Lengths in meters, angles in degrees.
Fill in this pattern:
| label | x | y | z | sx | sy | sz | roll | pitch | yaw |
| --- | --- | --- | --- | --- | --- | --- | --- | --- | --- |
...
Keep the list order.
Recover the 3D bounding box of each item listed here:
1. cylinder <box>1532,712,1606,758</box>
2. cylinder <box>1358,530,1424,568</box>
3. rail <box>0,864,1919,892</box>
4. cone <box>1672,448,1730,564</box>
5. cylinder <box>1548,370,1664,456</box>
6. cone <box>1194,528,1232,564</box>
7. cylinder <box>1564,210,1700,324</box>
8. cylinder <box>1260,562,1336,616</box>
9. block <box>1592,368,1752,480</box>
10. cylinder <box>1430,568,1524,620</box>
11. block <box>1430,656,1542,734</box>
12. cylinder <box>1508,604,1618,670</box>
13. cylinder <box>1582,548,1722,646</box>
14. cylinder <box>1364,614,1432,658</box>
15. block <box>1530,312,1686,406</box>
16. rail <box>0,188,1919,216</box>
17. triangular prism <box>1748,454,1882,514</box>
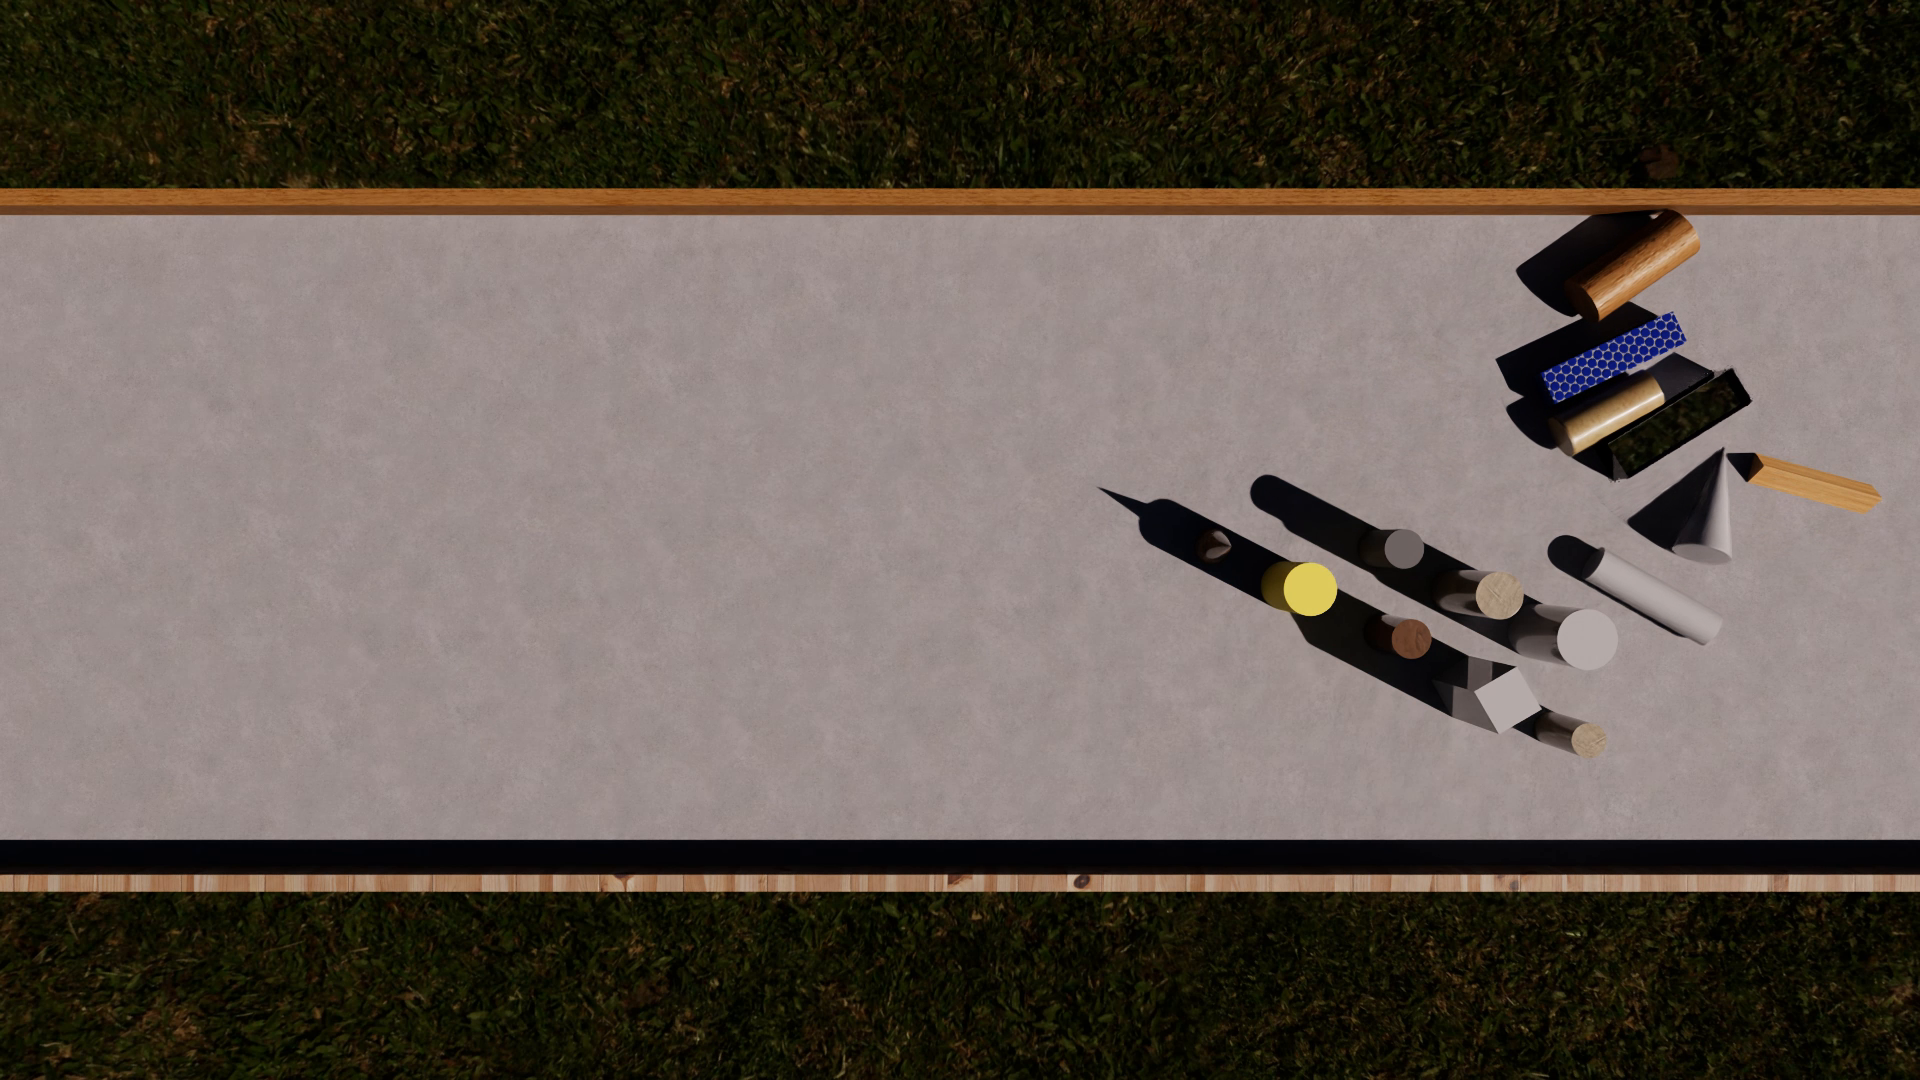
| label | x | y | z | sx | sy | sz | roll | pitch | yaw |
| --- | --- | --- | --- | --- | --- | --- | --- | --- | --- |
| cylinder | 1.814 | 0.578 | 4.916 | 0.101 | 0.322 | 0.101 | 0 | 90 | 0 |
| cylinder | 1.280 | 0.025 | 4.913 | 0.114 | 0.326 | 0.114 | 0 | 90 | 0 |
| rail | -2.247 | 1.025 | 5.001 | 12.000 | 0.150 | 0.050 | 0 | 90 | 0 |
| cone | 2.299 | -0.125 | 5.036 | 0.165 | 0.165 | 0.360 | 18 | 77 | 0 |
| cylinder | 1.961 | -0.386 | 5.009 | 0.311 | 0.134 | 0.134 | -28 | 90 | 0 |
| cone | 0.777 | 0.019 | 4.897 | 0.115 | 0.358 | 0.115 | 0 | 90 | 0 |
| cylinder | 2.034 | -0.828 | 4.997 | 0.371 | 0.158 | 0.158 | -35 | 90 | 0 |
| cylinder | 1.000 | 0.141 | 4.891 | 0.152 | 0.370 | 0.152 | 0 | 90 | 0 |
| block | 2.165 | -0.351 | 5.017 | 0.438 | 0.120 | 0.120 | -32 | 90 | 0 |
| cylinder | 1.513 | 0.156 | 4.850 | 0.134 | 0.454 | 0.134 | 0 | 90 | 0 |
| block | 1.540 | 0.451 | 4.856 | 0.139 | 0.440 | 0.139 | -30 | 90 | 0 |
| cylinder | 1.772 | 0.281 | 4.866 | 0.172 | 0.420 | 0.172 | 0 | 90 | 0 |
| cylinder | 2.106 | 0.171 | 5.021 | 0.410 | 0.112 | 0.112 | 30 | 90 | 0 |
| cylinder | 1.299 | 0.285 | 4.910 | 0.115 | 0.333 | 0.115 | 0 | 90 | 0 |
| block | 1.972 | -0.550 | 5.025 | 0.440 | 0.103 | 0.103 | -25 | 90 | 0 |
| rail | -2.247 | -1.025 | 5.002 | 12.000 | 0.150 | 0.050 | 0 | 90 | 0 |
| triangular prism | 2.613 | -0.173 | 5.035 | 0.372 | 0.079 | 0.092 | 15 | 90 | 0 |
